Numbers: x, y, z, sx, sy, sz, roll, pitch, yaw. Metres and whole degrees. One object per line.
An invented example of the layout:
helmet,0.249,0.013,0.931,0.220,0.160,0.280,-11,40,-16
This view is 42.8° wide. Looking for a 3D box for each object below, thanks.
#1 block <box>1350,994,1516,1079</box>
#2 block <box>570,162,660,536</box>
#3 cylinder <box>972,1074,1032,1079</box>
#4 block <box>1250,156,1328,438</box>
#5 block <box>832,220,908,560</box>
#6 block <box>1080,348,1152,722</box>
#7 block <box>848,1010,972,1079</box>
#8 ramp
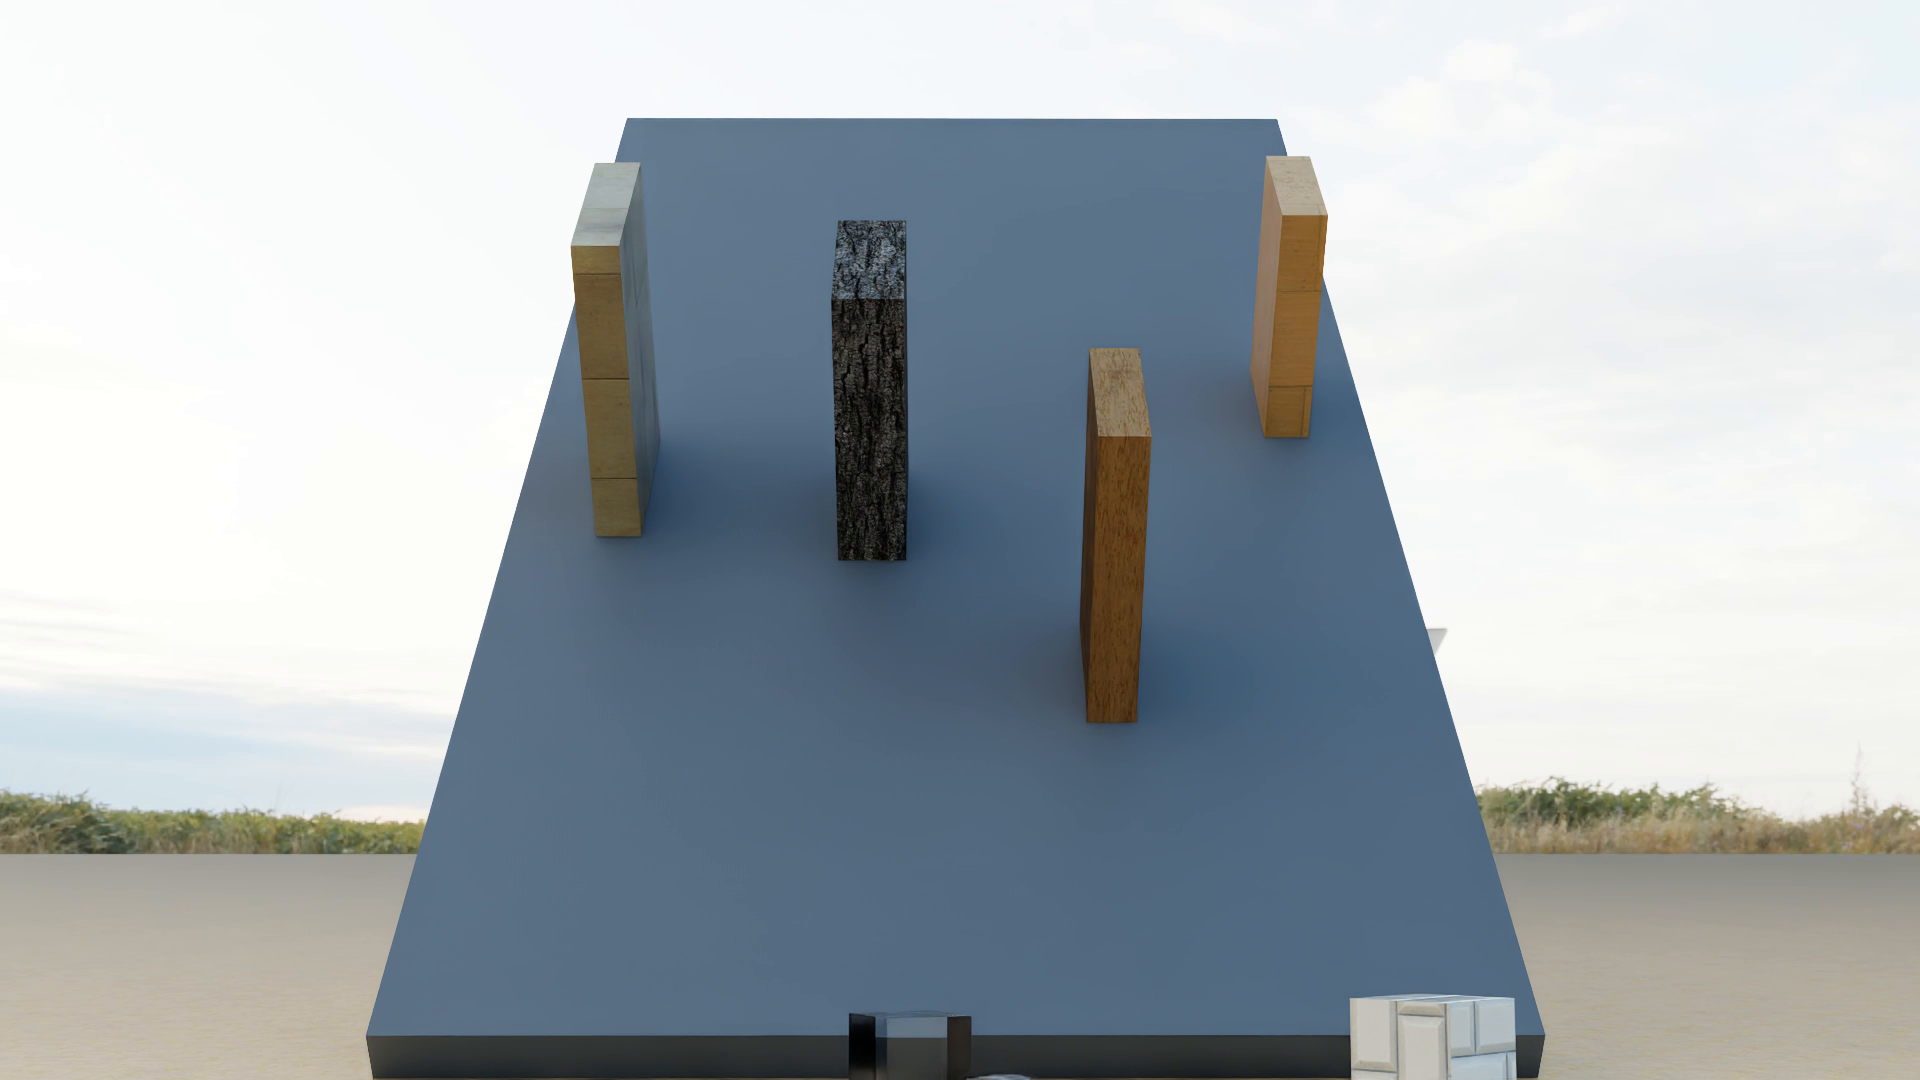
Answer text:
block,0.697,0.762,3.607,0.172,0.172,0.172,-7,-10,44
block,-0.764,-0.426,5.480,0.102,0.716,0.429,0,32,0
cylinder,0.016,0.633,2.512,0.156,0.156,0.156,-4,-8,29
block,0.783,-0.582,5.864,0.105,0.581,0.335,0,32,0
block,-0.194,-0.329,5.400,0.150,0.642,0.384,0,32,0
block,0.305,-0.007,4.877,0.098,0.660,0.351,0,32,0
block,-0.077,0.794,3.730,0.140,0.140,0.140,4,-8,-26
ramp,-0.015,-0.187,5.870,2.000,0.100,4.000,0,32,0
